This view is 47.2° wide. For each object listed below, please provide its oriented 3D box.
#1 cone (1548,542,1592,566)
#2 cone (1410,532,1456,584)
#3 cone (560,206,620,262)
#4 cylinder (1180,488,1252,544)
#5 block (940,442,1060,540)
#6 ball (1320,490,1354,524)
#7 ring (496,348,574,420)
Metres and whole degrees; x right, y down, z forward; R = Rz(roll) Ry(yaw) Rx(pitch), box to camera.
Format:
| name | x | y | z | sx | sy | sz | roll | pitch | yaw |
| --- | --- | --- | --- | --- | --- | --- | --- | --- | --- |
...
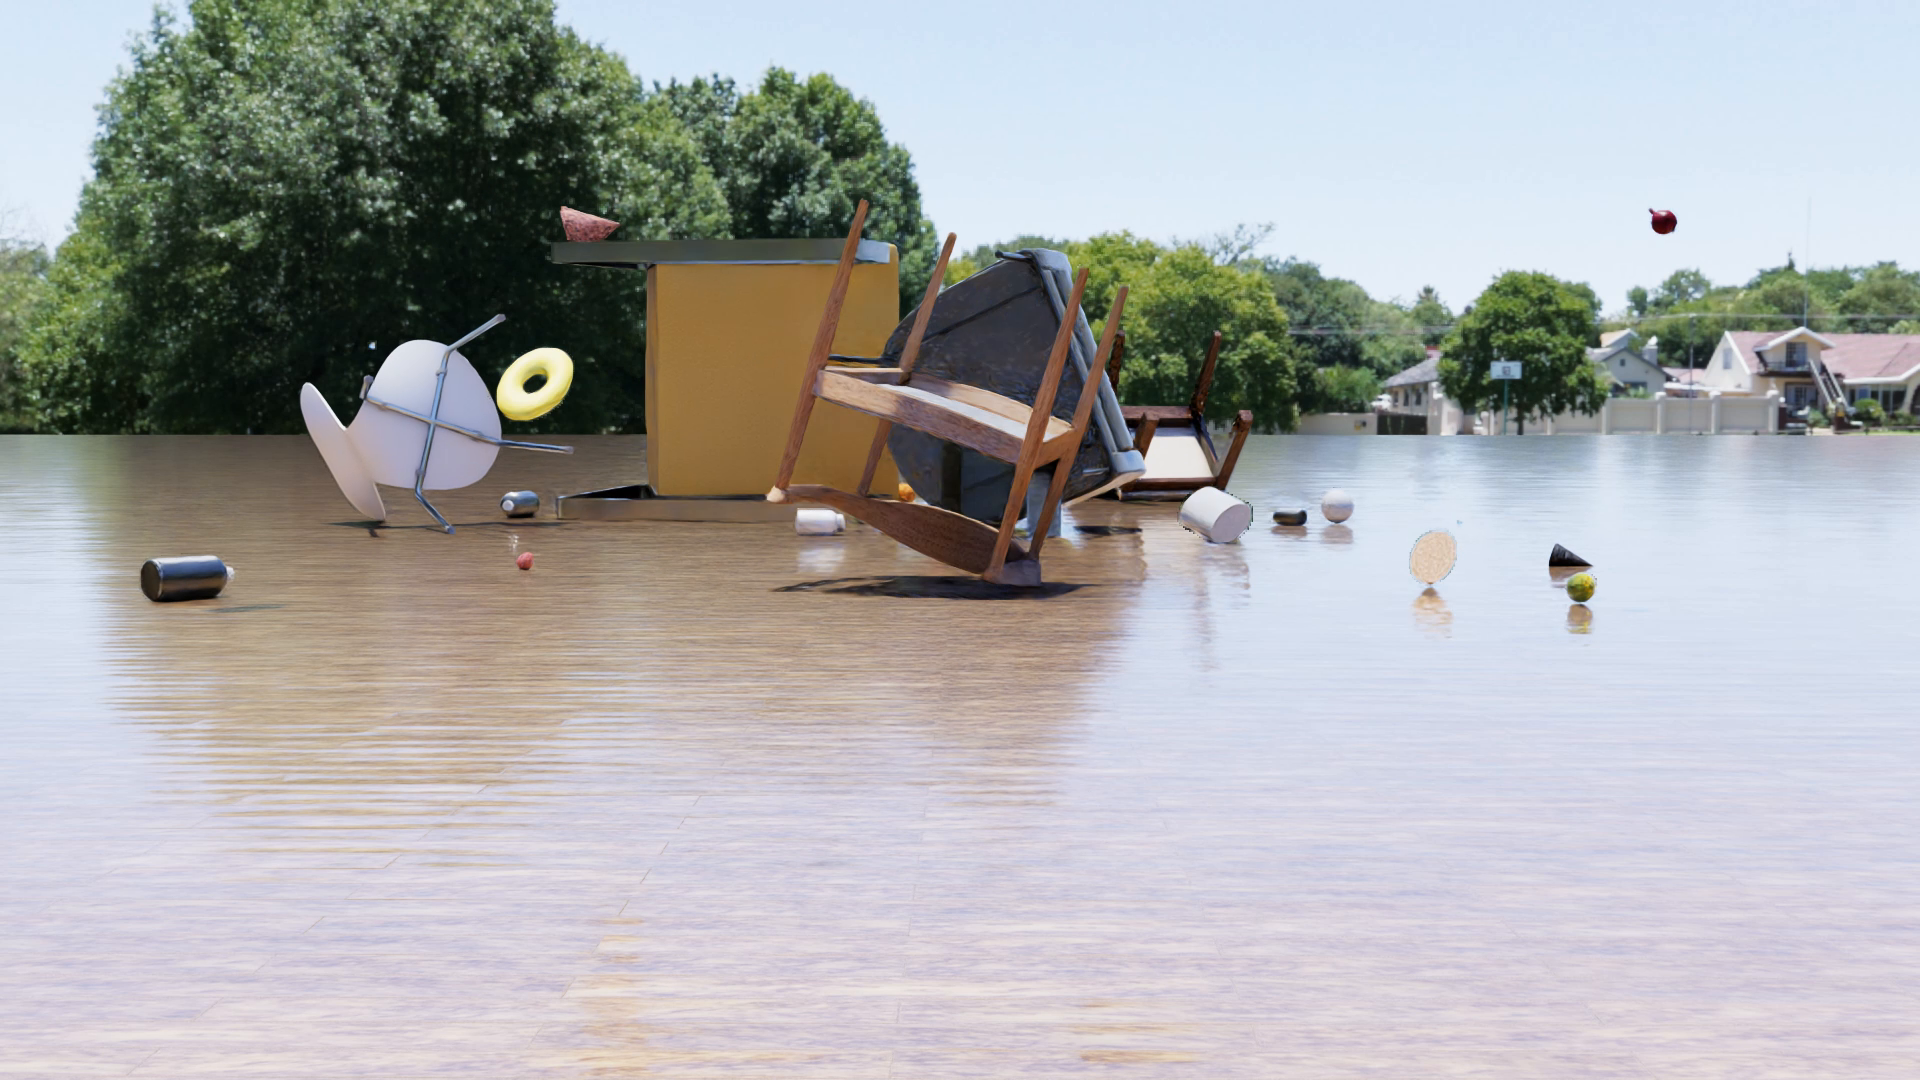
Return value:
| name | x | y | z | sx | sy | sz | roll | pitch | yaw |
| --- | --- | --- | --- | --- | --- | --- | --- | --- | --- |
| cone | 1.559 | 0.051 | 5.588 | 0.108 | 0.061 | 0.107 | 18 | 8 | 18 |
| cone | 1.078 | 0.070 | 5.025 | 0.094 | 0.095 | 0.162 | 15 | 51 | 19 |
| cone | -1.303 | -1.114 | 7.880 | 0.187 | 0.160 | 0.255 | -11 | -31 | 1 |
| cylinder | 0.748 | -0.073 | 6.451 | 0.145 | 0.094 | 0.201 | -42 | 26 | -6 |
| block | 0.124 | -0.153 | 6.723 | 0.305 | 0.281 | 0.205 | 2 | 5 | 32 |
| ball | 1.262 | -0.111 | 7.352 | 0.112 | 0.112 | 0.112 | 0 | 4 | 0 |
| ring | -1.411 | -0.520 | 7.305 | 0.218 | 0.060 | 0.352 | 20 | 49 | 8 |
